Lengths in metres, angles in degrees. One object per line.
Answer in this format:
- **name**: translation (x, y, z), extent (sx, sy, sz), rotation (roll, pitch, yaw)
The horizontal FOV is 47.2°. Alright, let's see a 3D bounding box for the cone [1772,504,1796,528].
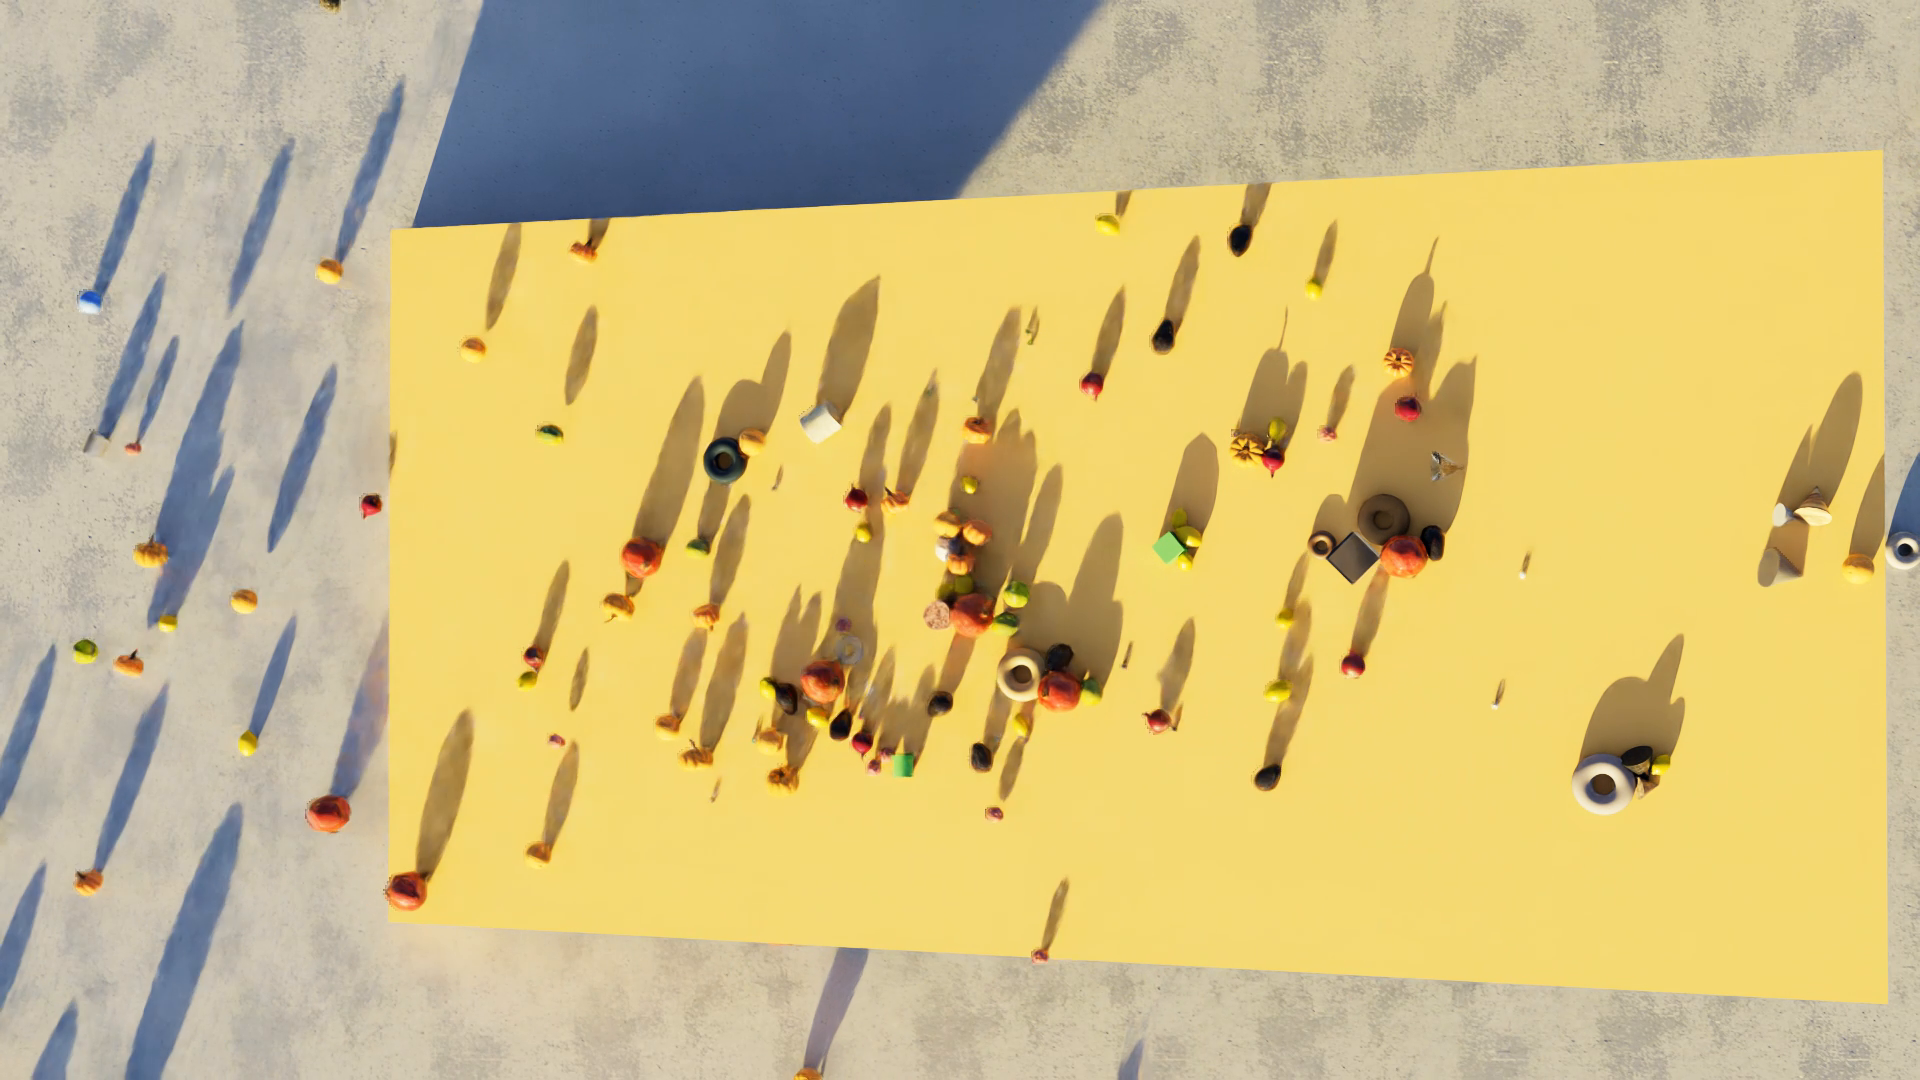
- **cone**: translation (1.964, -0.056, 5.202), extent (0.057, 0.057, 0.057), rotation (5, 89, -9)

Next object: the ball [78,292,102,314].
- **ball**: translation (-2.542, -0.694, 6.428), extent (0.065, 0.065, 0.065), rotation (0, 89, 0)

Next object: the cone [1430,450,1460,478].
- **cone**: translation (1.212, -0.180, 5.438), extent (0.072, 0.072, 0.072), rotation (10, 89, -23)

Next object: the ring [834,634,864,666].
- **ring**: translation (-0.299, 0.296, 5.911), extent (0.083, 0.028, 0.083), rotation (-1, 88, 17)

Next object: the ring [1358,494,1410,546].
- **ring**: translation (1.056, -0.050, 5.480), extent (0.130, 0.043, 0.130), rotation (0, 90, 18)

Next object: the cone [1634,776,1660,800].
- **cone**: translation (1.658, 0.593, 5.290), extent (0.056, 0.056, 0.056), rotation (-8, 89, -9)

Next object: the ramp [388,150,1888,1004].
- **ramp**: translation (0.275, 0.093, 5.799), extent (4.000, 0.100, 2.000), rotation (0, 89, 18)

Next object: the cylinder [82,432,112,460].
- **cylinder**: translation (-2.521, -0.276, 6.422), extent (0.063, 0.063, 0.063), rotation (26, 88, 0)

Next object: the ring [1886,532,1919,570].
- **ring**: translation (2.761, 0.030, 6.431), extent (0.112, 0.037, 0.112), rotation (0, 91, 0)

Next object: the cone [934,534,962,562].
- **cone**: translation (-0.042, 0.020, 5.807), extent (0.078, 0.078, 0.078), rotation (0, 89, 18)

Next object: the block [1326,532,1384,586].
- **block**: translation (0.982, 0.046, 5.475), extent (0.095, 0.095, 0.095), rotation (-46, 77, 12)

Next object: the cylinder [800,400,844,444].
- **cylinder**: translation (-0.371, -0.316, 5.911), extent (0.086, 0.086, 0.086), rotation (-38, 89, 19)

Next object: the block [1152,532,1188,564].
- **block**: translation (0.538, 0.021, 5.633), extent (0.061, 0.061, 0.061), rotation (-41, 78, 13)

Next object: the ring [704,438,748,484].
- **ring**: translation (-0.642, -0.217, 6.018), extent (0.131, 0.044, 0.131), rotation (-1, 88, 18)

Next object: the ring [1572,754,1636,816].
- **ring**: translation (1.554, 0.590, 5.310), extent (0.150, 0.050, 0.150), rotation (-1, 88, 19)

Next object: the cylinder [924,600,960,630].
- **cylinder**: translation (-0.048, 0.199, 5.807), extent (0.077, 0.077, 0.077), rotation (0, 89, 18)

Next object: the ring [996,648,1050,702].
- **ring**: translation (0.165, 0.351, 5.753), extent (0.143, 0.048, 0.143), rotation (-1, 88, 17)

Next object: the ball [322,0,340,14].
- **ball**: translation (-1.845, -1.570, 6.446), extent (0.052, 0.052, 0.052), rotation (0, 89, 0)

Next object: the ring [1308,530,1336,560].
- **ring**: translation (0.911, 0.013, 5.535), extent (0.075, 0.025, 0.075), rotation (0, 90, 17)
